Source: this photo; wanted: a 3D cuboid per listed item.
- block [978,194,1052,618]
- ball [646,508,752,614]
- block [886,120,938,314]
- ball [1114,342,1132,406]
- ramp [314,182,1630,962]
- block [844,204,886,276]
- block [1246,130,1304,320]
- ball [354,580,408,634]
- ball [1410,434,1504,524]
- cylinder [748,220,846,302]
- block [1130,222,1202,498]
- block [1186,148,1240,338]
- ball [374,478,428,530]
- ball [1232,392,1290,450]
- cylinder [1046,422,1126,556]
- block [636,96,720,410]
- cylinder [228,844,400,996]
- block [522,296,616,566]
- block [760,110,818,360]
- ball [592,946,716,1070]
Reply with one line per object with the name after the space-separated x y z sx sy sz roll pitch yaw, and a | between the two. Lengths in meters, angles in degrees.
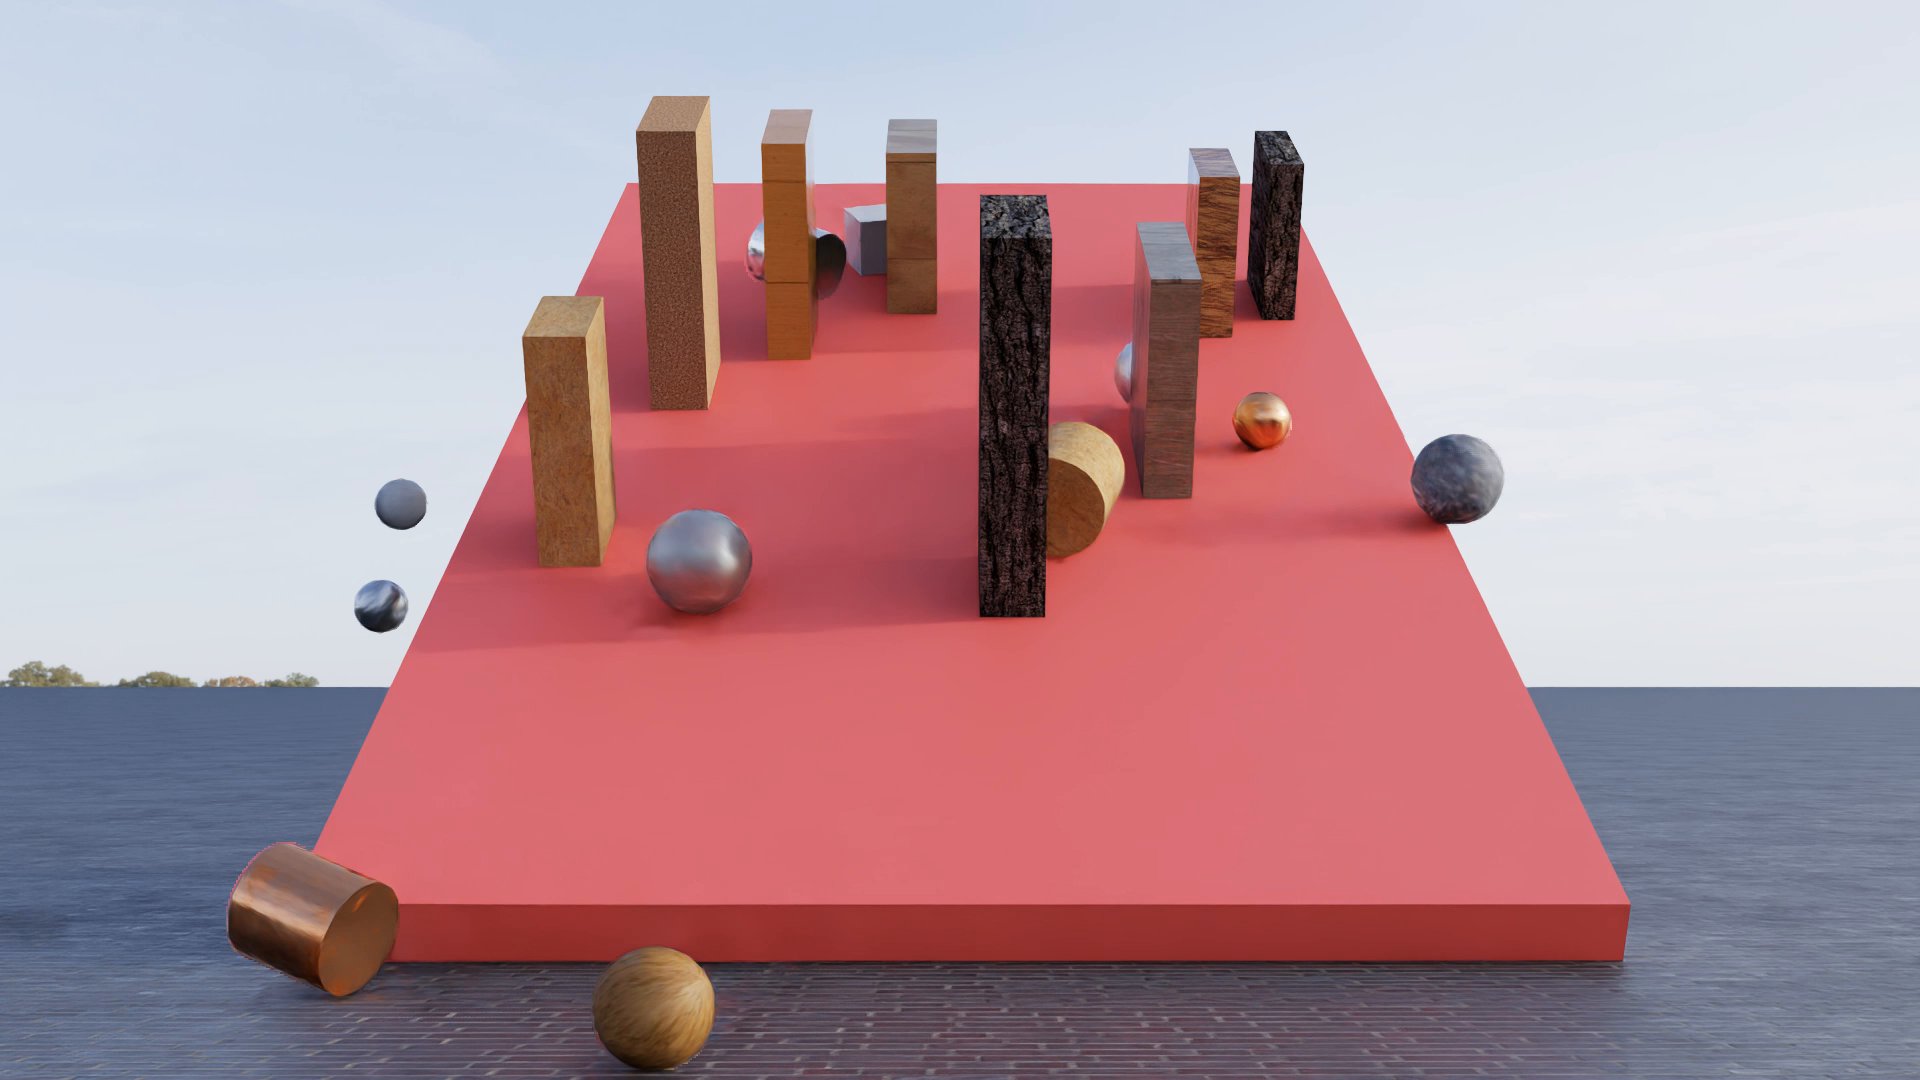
0.098 -0.247 4.333 0.123 0.735 0.277 0 24 0 | block
-0.487 0.040 4.347 0.197 0.197 0.197 0 -3 0 | ball
-0.123 -0.843 6.048 0.127 0.421 0.348 0 24 0 | block
0.442 -0.377 5.293 0.182 0.182 0.182 0 -3 0 | ball
-0.008 -0.228 5.312 2.000 0.100 4.000 0 24 0 | ramp
-0.221 -0.817 6.323 0.148 0.148 0.148 -8 26 -18 | block
0.812 -0.815 6.009 0.083 0.406 0.338 0 24 0 | block
-1.242 0.142 4.993 0.115 0.115 0.115 0 -3 0 | ball
1.012 -0.124 4.738 0.185 0.185 0.185 0 -3 0 | ball
-0.426 -0.738 6.075 0.183 0.183 0.183 25 10 31 | cylinder
0.434 -0.389 4.965 0.103 0.479 0.407 0 24 0 | block
0.630 -0.749 5.854 0.099 0.411 0.276 0 24 0 | block
-1.269 -0.081 5.286 0.117 0.117 0.117 0 -3 0 | ball
0.663 -0.263 5.116 0.127 0.127 0.127 0 -3 0 | ball
0.208 -0.104 4.656 0.209 0.209 0.209 -1 23 16 | cylinder
-0.644 -0.663 5.362 0.131 0.650 0.331 0 24 0 | block
-0.861 0.506 3.106 0.157 0.157 0.157 17 4 23 | cylinder
-0.763 -0.214 4.574 0.119 0.475 0.244 0 24 0 | block
-0.415 -0.751 5.702 0.104 0.534 0.335 0 24 0 | block
-0.332 0.509 2.532 0.133 0.133 0.133 0 -3 0 | ball
